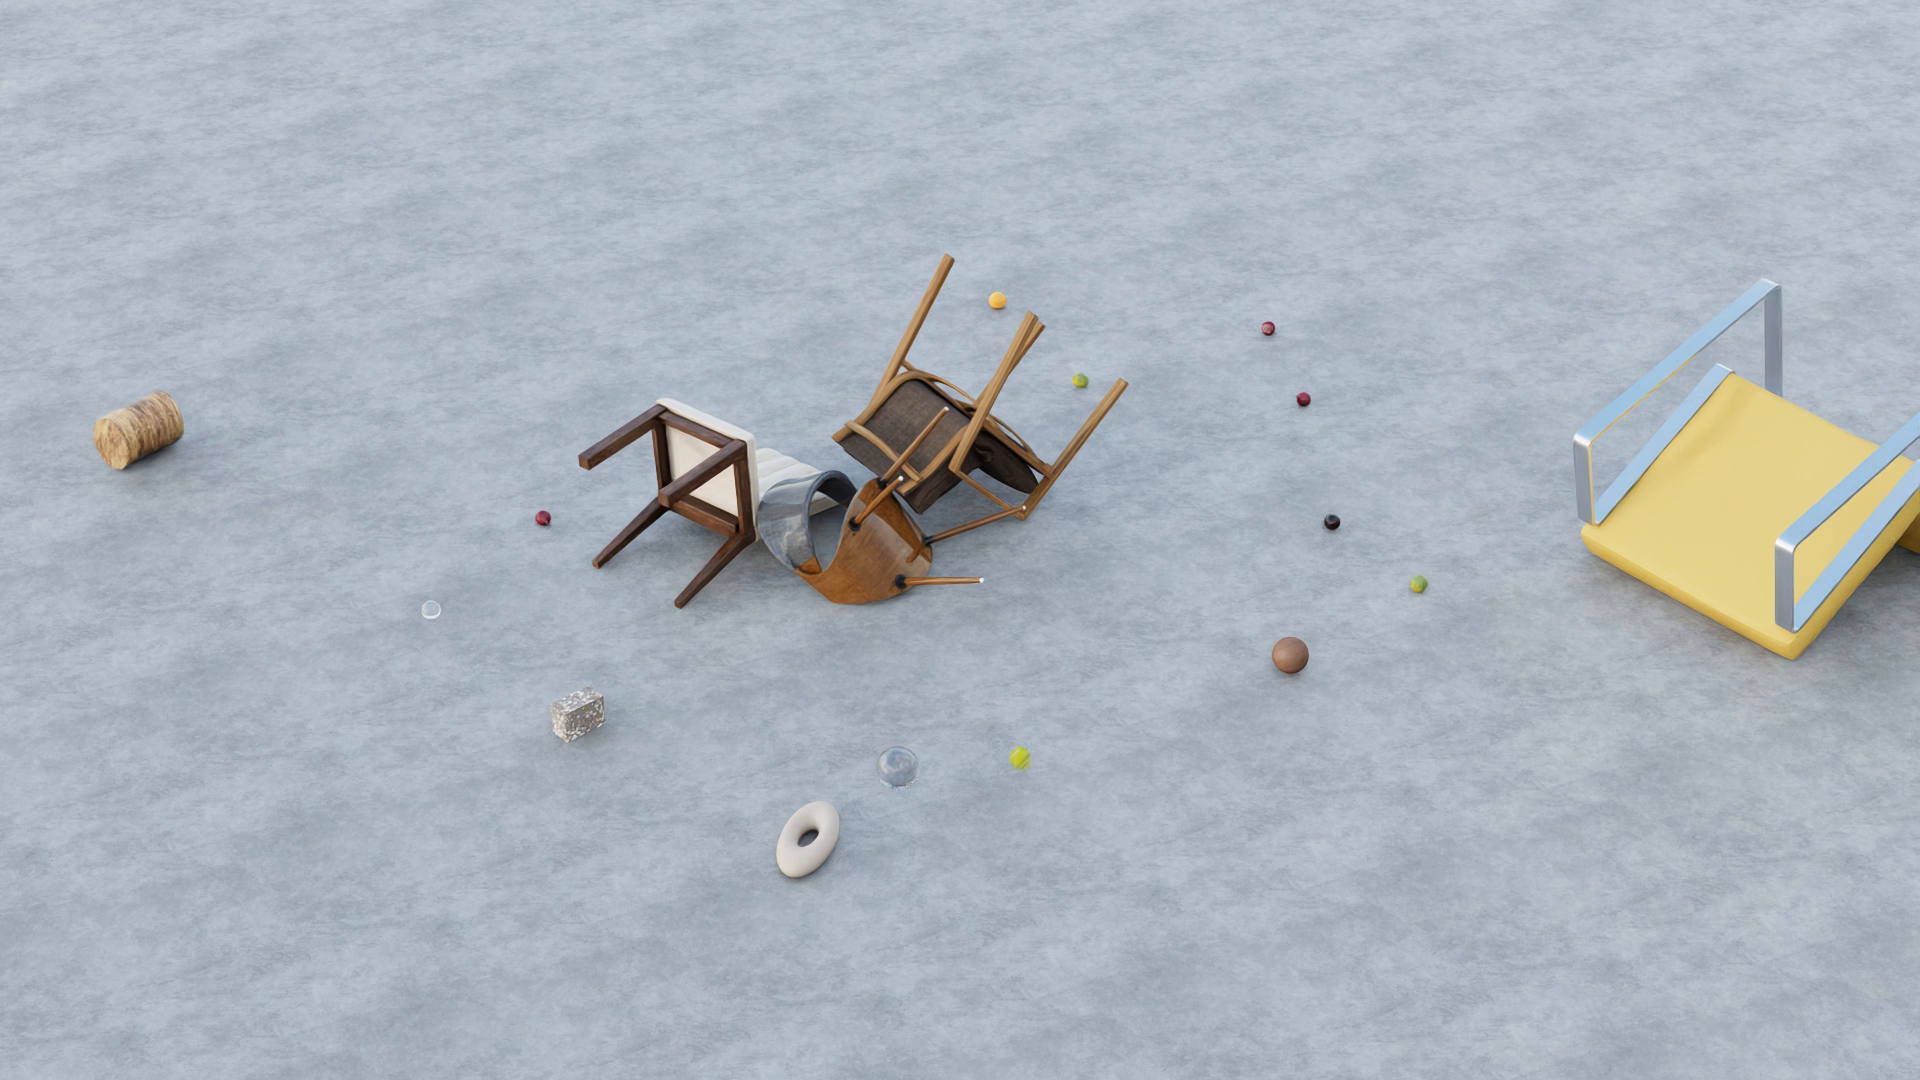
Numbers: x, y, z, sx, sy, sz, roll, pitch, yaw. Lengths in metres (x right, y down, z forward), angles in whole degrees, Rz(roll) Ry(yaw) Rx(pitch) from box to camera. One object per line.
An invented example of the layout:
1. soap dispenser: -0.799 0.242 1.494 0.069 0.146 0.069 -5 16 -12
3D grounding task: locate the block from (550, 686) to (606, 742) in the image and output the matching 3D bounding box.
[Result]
1. block: -1.294 0.590 9.943 0.160 0.117 0.081 -26 42 -34

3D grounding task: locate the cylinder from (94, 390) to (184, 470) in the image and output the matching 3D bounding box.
1. cylinder: -3.189 -0.427 11.384 0.202 0.237 0.270 49 49 7

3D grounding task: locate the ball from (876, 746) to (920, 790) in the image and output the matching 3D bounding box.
1. ball: -0.205 0.752 9.673 0.144 0.144 0.144 0 33 0

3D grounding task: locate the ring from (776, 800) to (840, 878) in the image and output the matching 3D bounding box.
1. ring: -0.487 0.959 9.418 0.180 0.079 0.360 8 35 13

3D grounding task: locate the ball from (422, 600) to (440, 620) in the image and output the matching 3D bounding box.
1. ball: -1.895 0.250 10.502 0.069 0.069 0.069 0 33 0
